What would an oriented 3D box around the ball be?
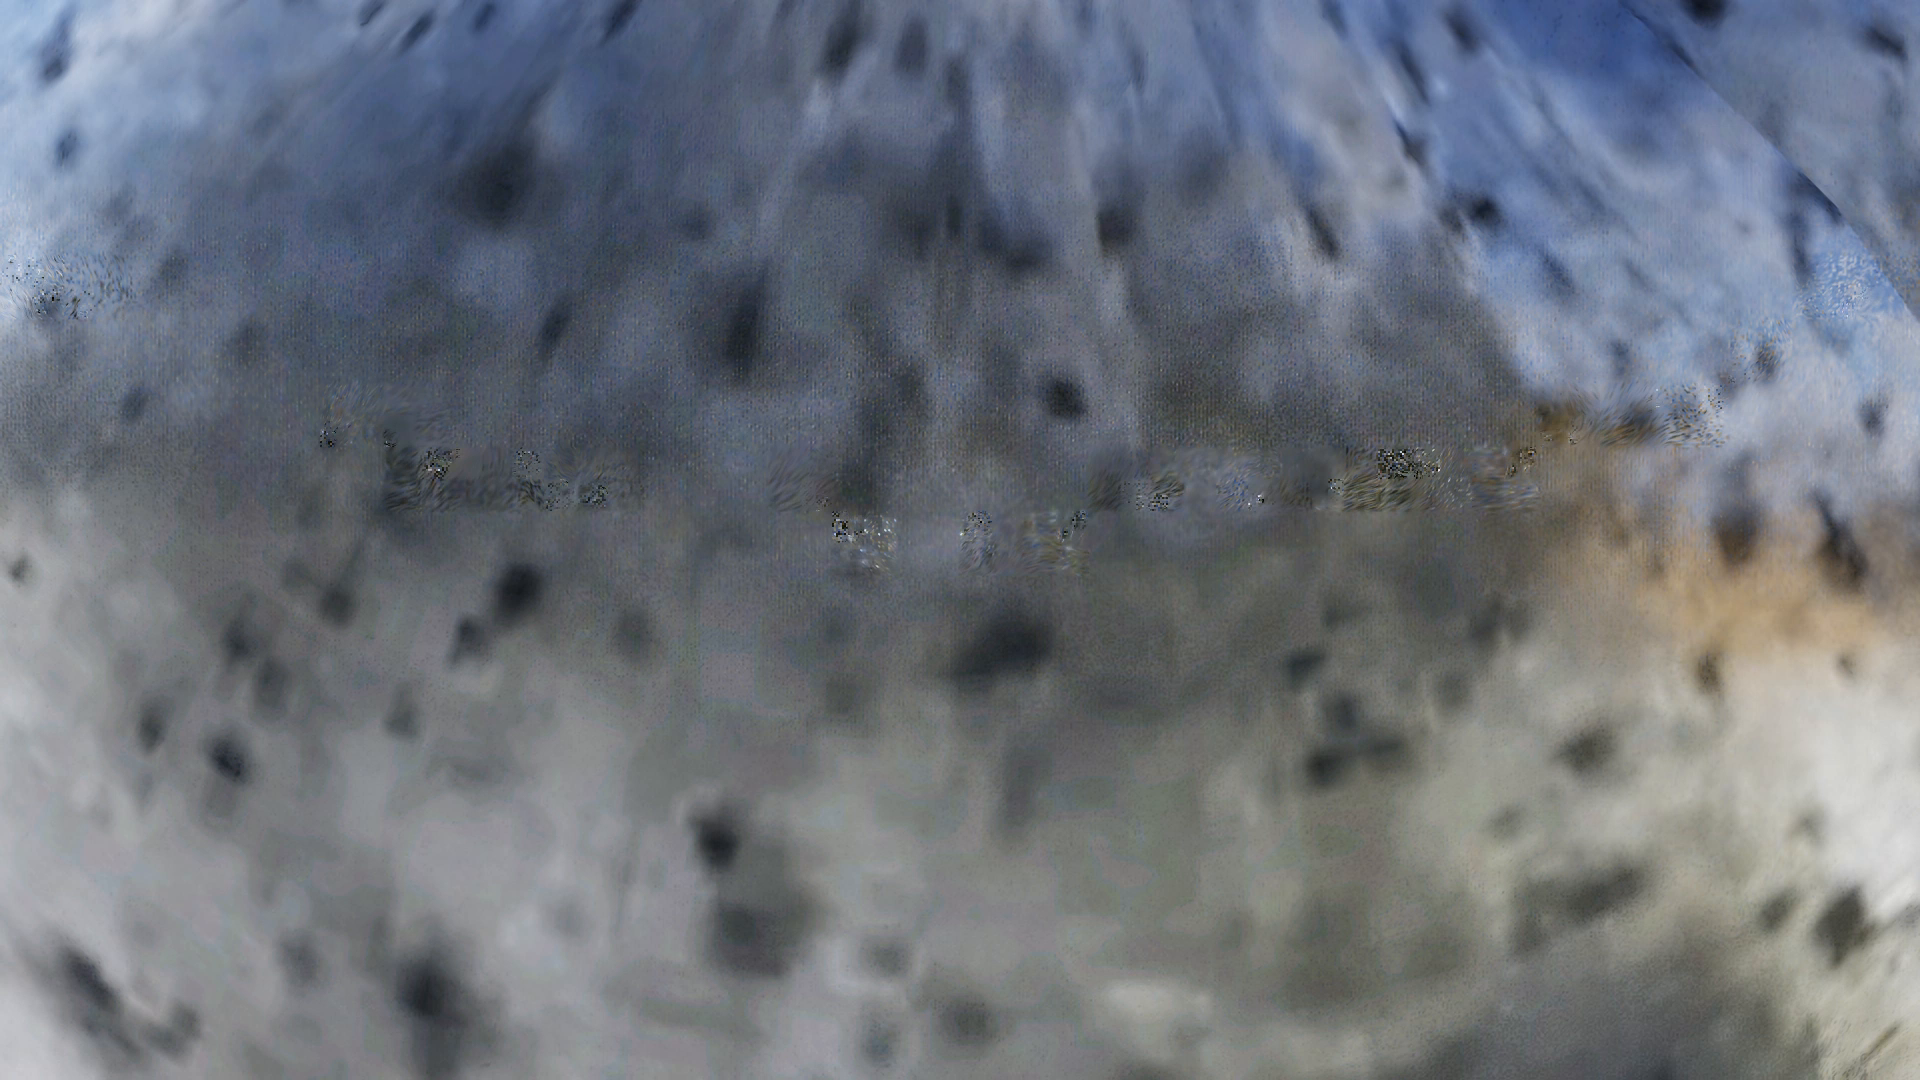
[{"bbox_3d":[0.000,-0.002,0.056,0.080,0.080,0.080,0,4,0],"label":"ball"}]
